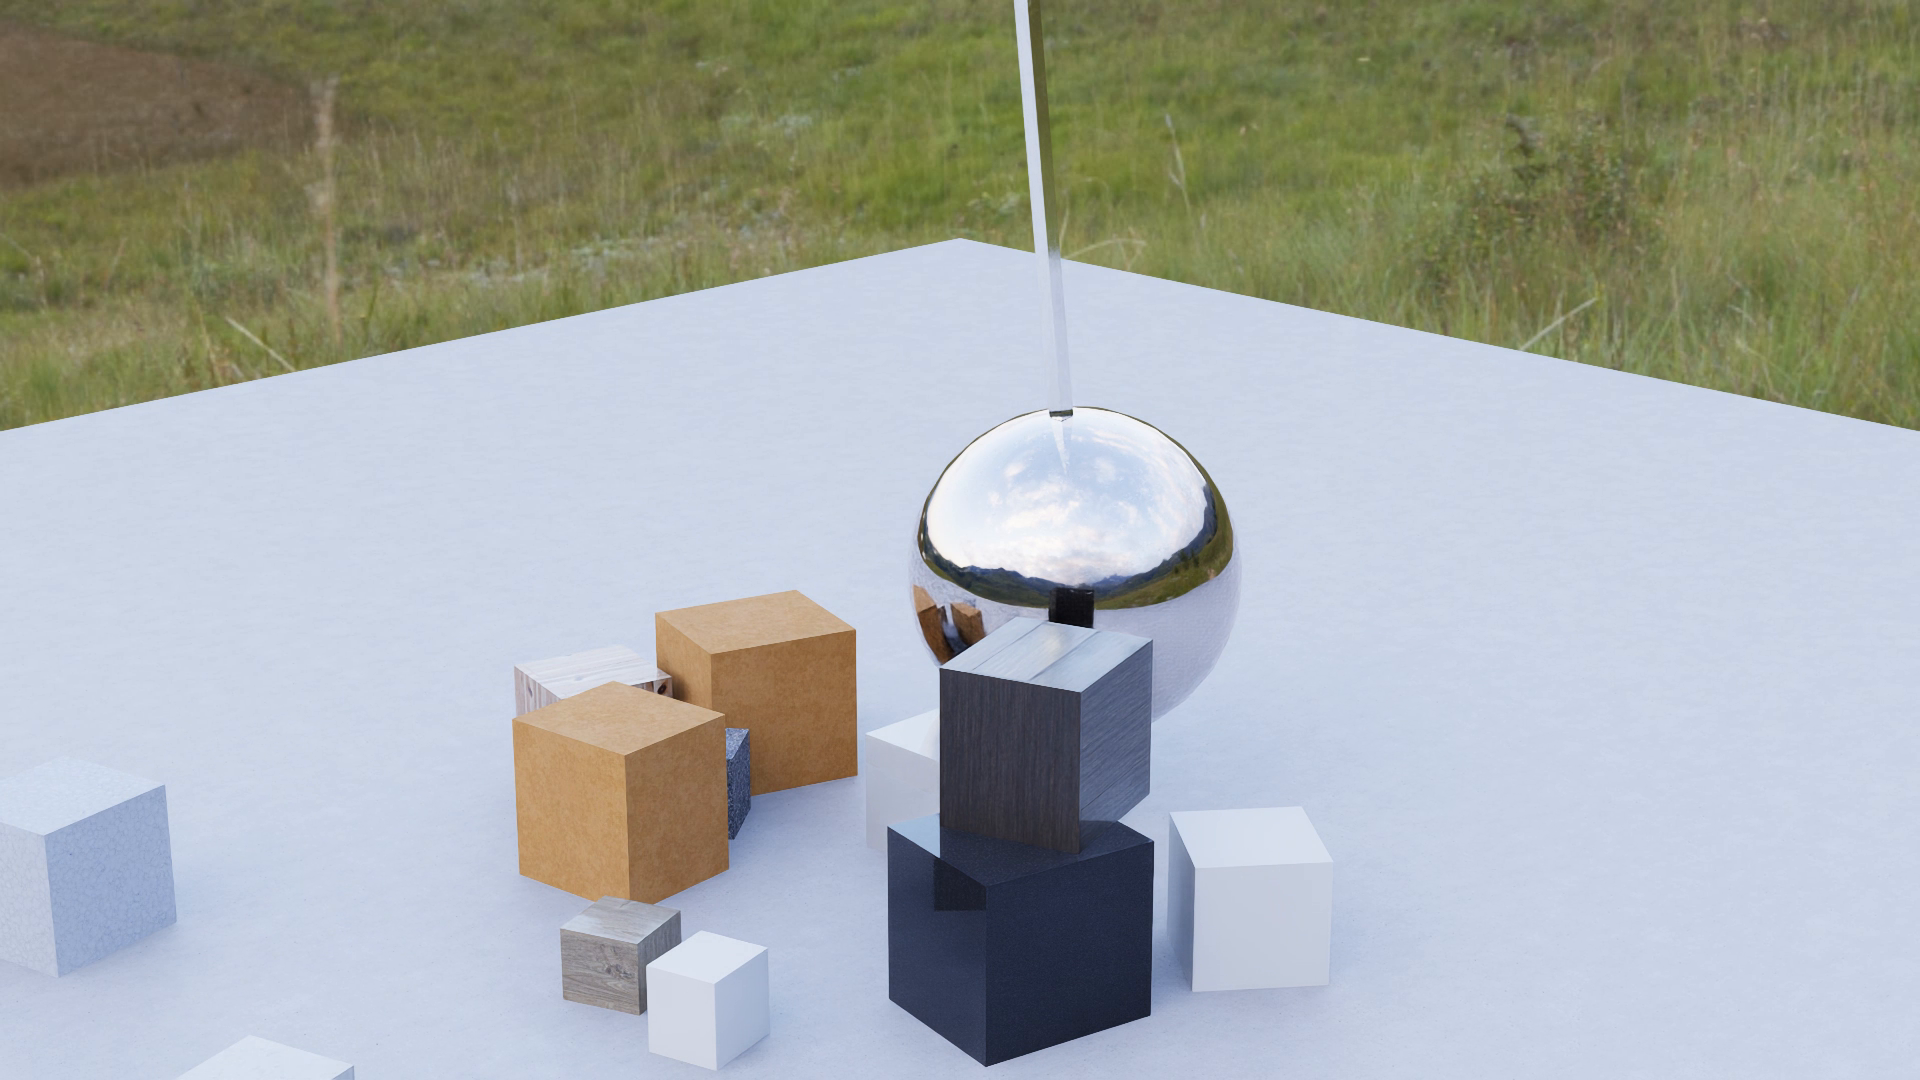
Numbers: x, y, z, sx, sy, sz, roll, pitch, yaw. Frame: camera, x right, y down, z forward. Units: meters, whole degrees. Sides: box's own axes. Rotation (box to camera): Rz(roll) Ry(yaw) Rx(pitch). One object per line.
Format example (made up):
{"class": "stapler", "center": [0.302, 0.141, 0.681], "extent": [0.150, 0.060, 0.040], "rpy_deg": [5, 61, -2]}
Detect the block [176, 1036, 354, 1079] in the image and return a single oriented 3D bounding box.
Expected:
{"class": "block", "center": [-2.549, 2.162, 10.718], "extent": [0.498, 0.449, 0.468], "rpy_deg": [9, 20, 27]}

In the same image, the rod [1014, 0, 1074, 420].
{"class": "rod", "center": [0.236, -2.964, 12.658], "extent": [0.080, 5.200, 0.080], "rpy_deg": [17, 31, 42]}

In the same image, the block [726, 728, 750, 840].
{"class": "block", "center": [-1.251, 1.153, 13.994], "extent": [0.426, 0.409, 0.393], "rpy_deg": [2, 18, 7]}

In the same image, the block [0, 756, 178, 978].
{"class": "block", "center": [-3.912, 1.410, 12.768], "extent": [0.635, 0.655, 0.671], "rpy_deg": [11, 20, 31]}

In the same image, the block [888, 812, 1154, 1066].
{"class": "block", "center": [0.245, 1.567, 12.056], "extent": [0.820, 0.781, 0.727], "rpy_deg": [-11, 21, -32]}

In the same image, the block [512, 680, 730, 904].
{"class": "block", "center": [-1.543, 1.162, 13.375], "extent": [0.713, 0.762, 0.643], "rpy_deg": [13, 22, 37]}

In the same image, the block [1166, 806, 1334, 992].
{"class": "block", "center": [1.231, 1.528, 12.540], "extent": [0.583, 0.564, 0.602], "rpy_deg": [-2, 18, -6]}

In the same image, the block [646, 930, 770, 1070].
{"class": "block", "center": [-1.013, 1.852, 11.817], "extent": [0.328, 0.380, 0.381], "rpy_deg": [10, 20, 29]}

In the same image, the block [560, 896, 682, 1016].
{"class": "block", "center": [-1.415, 1.736, 12.278], "extent": [0.368, 0.325, 0.362], "rpy_deg": [8, 19, 23]}

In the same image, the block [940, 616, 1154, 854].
{"class": "block", "center": [0.358, 0.791, 12.073], "extent": [0.627, 0.691, 0.711], "rpy_deg": [9, 19, 26]}

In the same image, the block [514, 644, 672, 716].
{"class": "block", "center": [-1.803, 0.917, 14.466], "extent": [0.587, 0.576, 0.562], "rpy_deg": [-11, 20, -30]}

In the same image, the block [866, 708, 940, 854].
{"class": "block", "center": [-0.049, 1.165, 13.706], "extent": [0.561, 0.559, 0.546], "rpy_deg": [-16, 24, -42]}

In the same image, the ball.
{"class": "ball", "center": [0.545, 0.160, 13.963], "extent": [1.600, 1.600, 1.600], "rpy_deg": [0, 17, 0]}

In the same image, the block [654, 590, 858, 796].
{"class": "block", "center": [-1.015, 0.768, 14.617], "extent": [0.775, 0.771, 0.698], "rpy_deg": [-9, 20, -27]}
